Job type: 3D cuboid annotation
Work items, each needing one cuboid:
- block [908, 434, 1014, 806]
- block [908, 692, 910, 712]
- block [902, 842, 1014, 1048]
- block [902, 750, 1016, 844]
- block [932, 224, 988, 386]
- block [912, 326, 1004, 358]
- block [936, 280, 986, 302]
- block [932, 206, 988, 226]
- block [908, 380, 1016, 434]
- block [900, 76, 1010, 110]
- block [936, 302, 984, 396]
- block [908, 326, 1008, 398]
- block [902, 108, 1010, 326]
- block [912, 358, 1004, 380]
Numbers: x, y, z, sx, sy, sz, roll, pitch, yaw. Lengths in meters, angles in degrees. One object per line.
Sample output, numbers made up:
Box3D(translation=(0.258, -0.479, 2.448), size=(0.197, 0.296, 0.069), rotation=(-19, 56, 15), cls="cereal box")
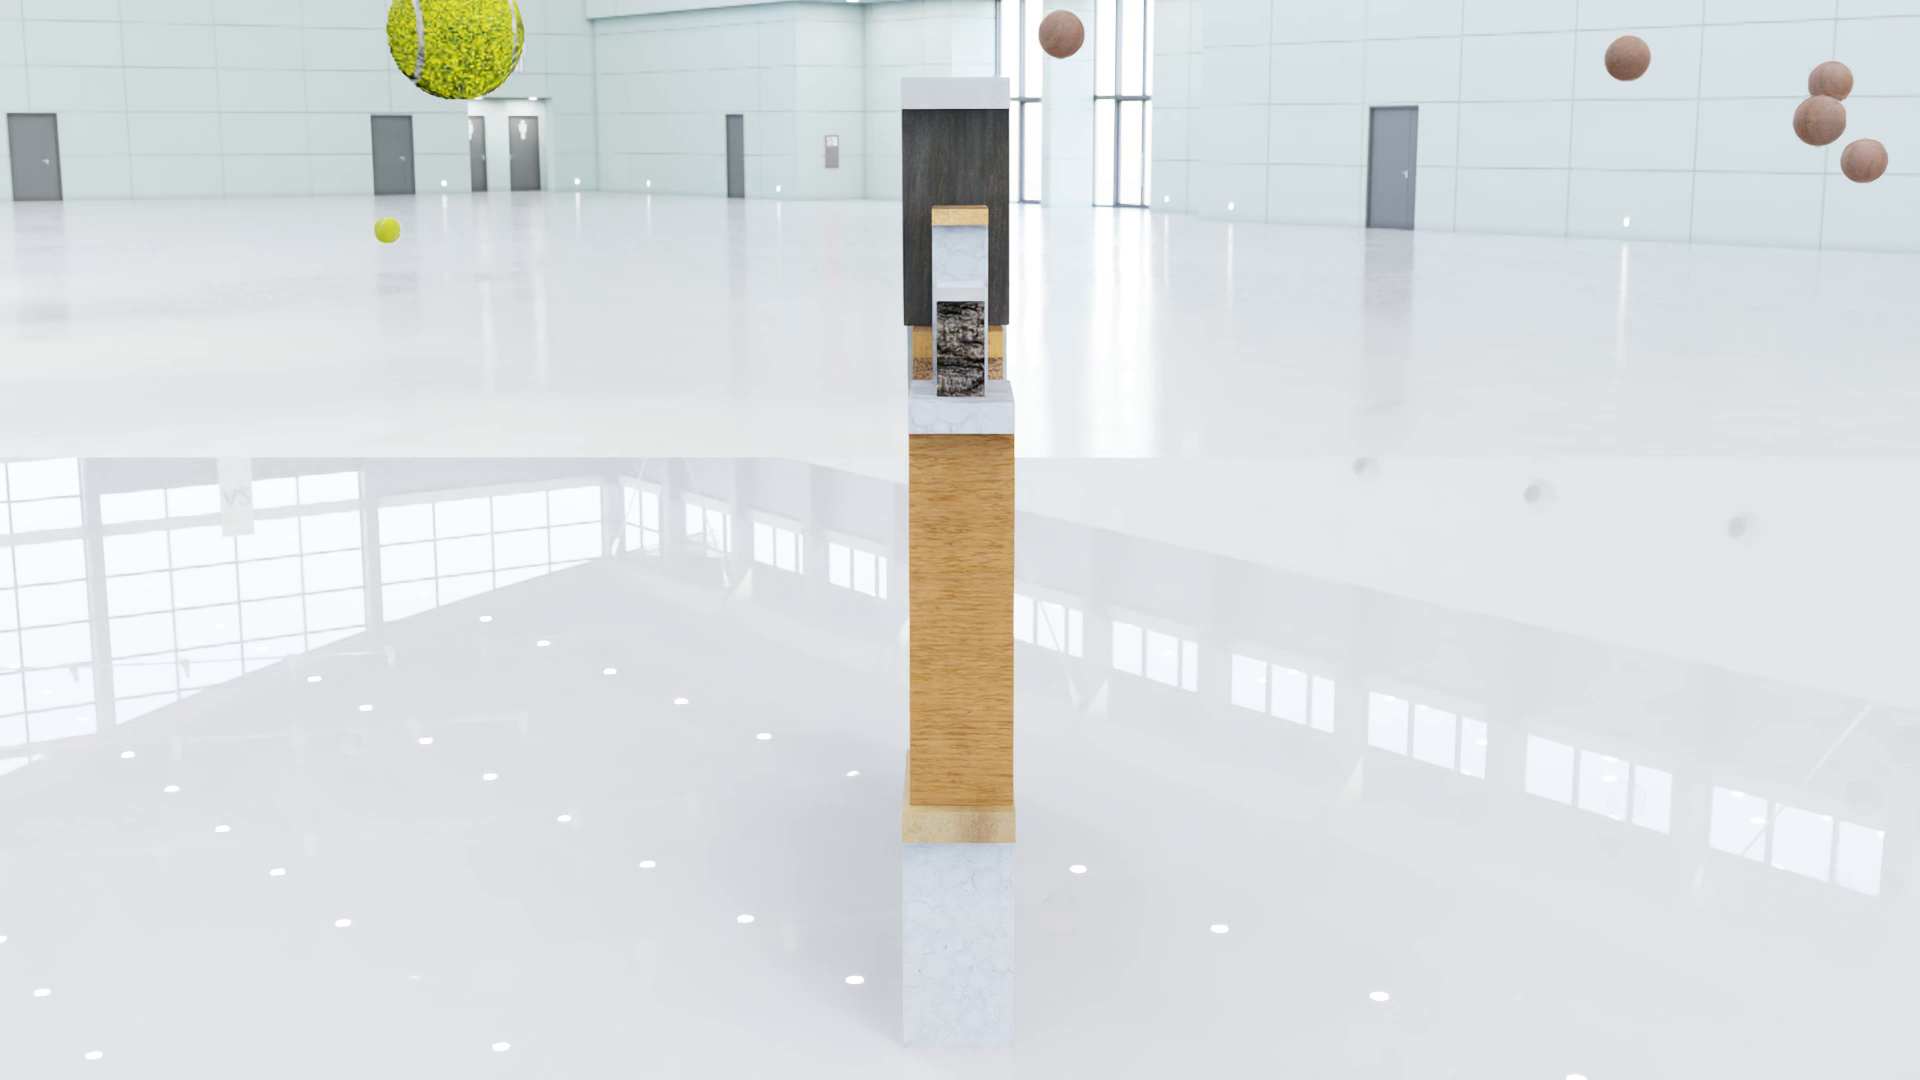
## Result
Box3D(translation=(0.002, 0.105, 2.959), size=(0.140, 0.512, 0.040), rotation=(0, 11, 0), cls="block")
Box3D(translation=(-0.001, 0.237, 3.674), size=(0.162, 0.046, 0.323), rotation=(0, 11, 0), cls="block")
Box3D(translation=(-0.002, 0.550, 3.043), size=(0.153, 0.307, 0.043), rotation=(0, 11, 0), cls="block")
Box3D(translation=(-0.002, 0.359, 3.112), size=(0.153, 0.043, 0.307), rotation=(0, 11, 0), cls="block")
Box3D(translation=(0.000, -0.327, 3.059), size=(0.077, 0.222, 0.022), rotation=(0, 10, 0), cls="block")
Box3D(translation=(-0.003, -0.302, 3.258), size=(0.130, 0.037, 0.259), rotation=(0, 10, 0), cls="block")
Box3D(translation=(0.001, -0.335, 2.961), size=(0.064, 0.018, 0.128), rotation=(0, 11, 0), cls="block")
Box3D(translation=(-0.001, -0.456, 3.088), size=(0.077, 0.022, 0.154), rotation=(0, 11, -1), cls="block")
Box3D(translation=(0.002, -0.183, 3.001), size=(0.140, 0.040, 0.280), rotation=(0, 11, 0), cls="block")
Box3D(translation=(-0.006, -0.666, 3.291), size=(0.156, 0.044, 0.312), rotation=(0, 10, 0), cls="block")
Box3D(translation=(0.001, -0.256, 2.932), size=(0.064, 0.128, 0.018), rotation=(0, 11, 0), cls="block")
Box3D(translation=(-0.005, -0.425, 3.442), size=(0.156, 0.486, 0.044), rotation=(0, 10, 0), cls="block")
Box3D(translation=(-0.006, -0.472, 3.221), size=(0.156, 0.312, 0.044), rotation=(0, 10, 0), cls="block")
Box3D(translation=(-0.003, -0.095, 3.209), size=(0.130, 0.351, 0.037), rotation=(0, 10, 0), cls="block")
